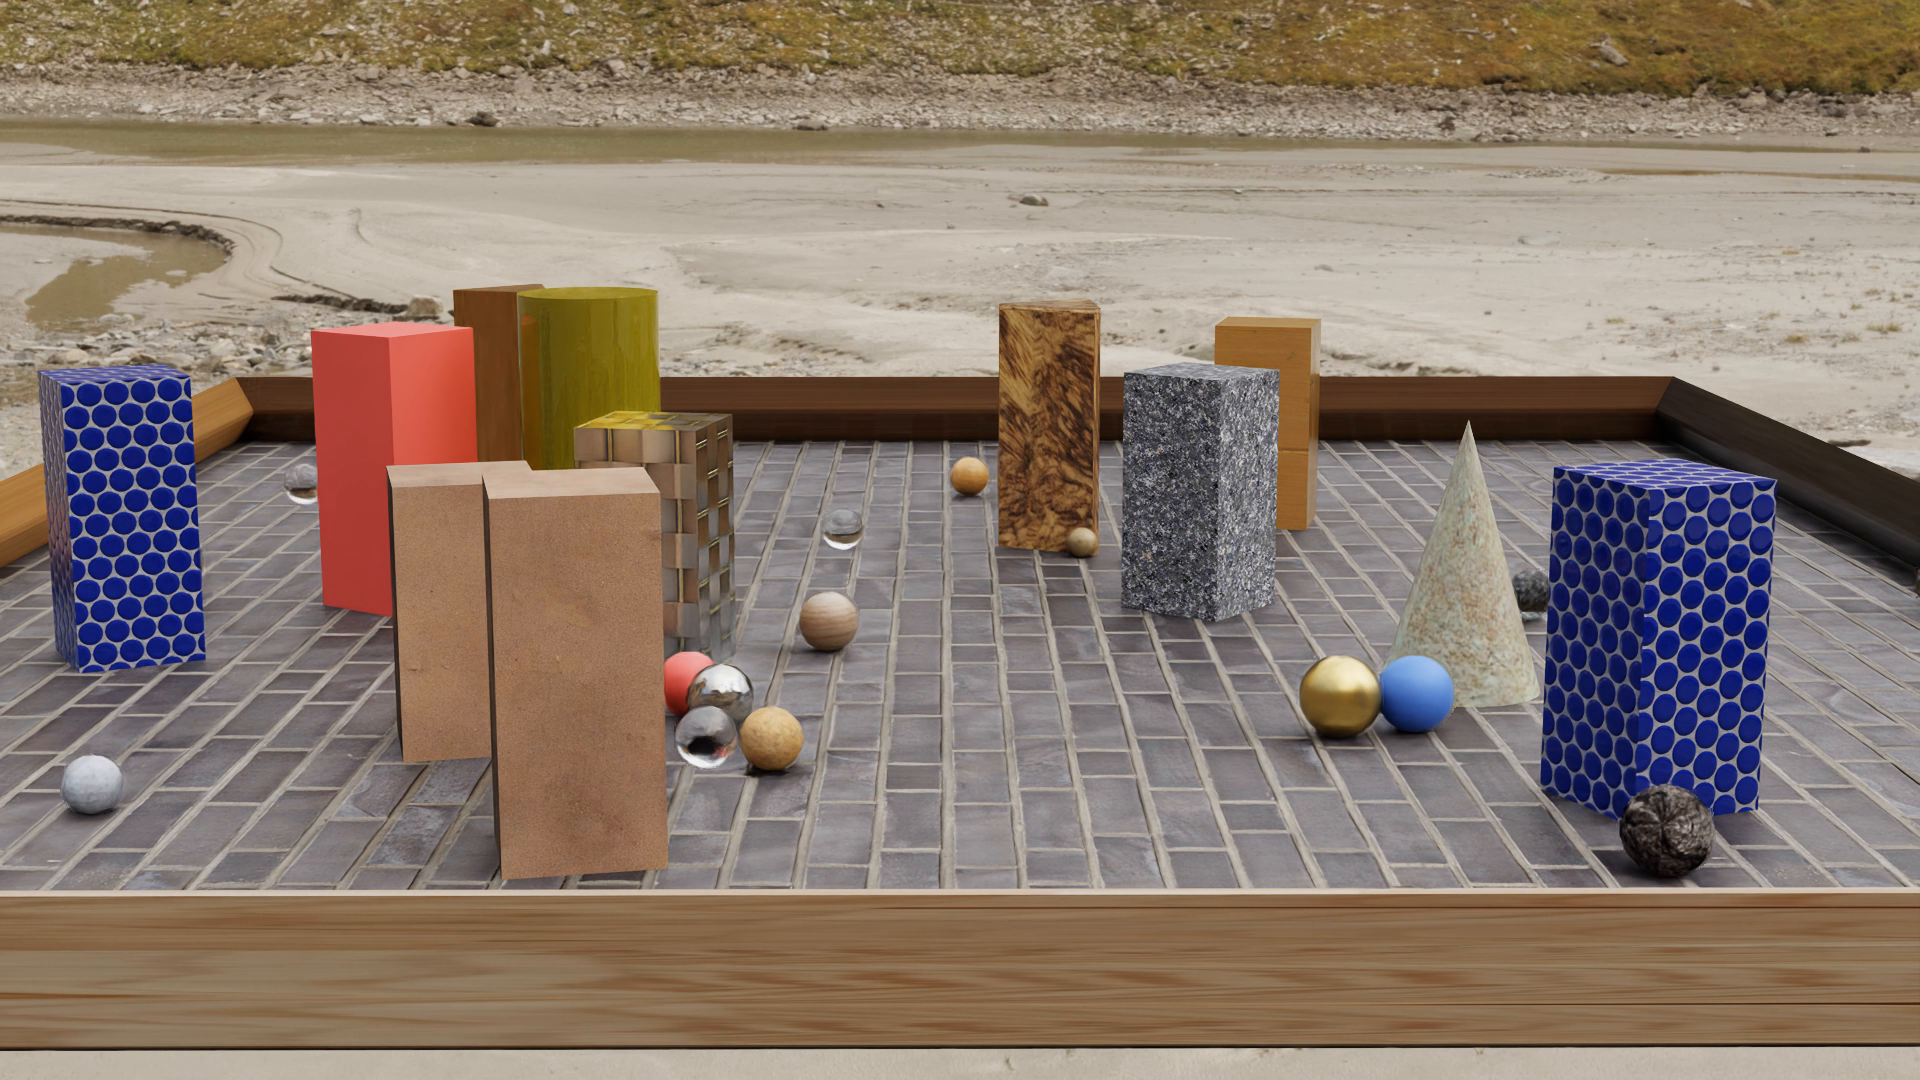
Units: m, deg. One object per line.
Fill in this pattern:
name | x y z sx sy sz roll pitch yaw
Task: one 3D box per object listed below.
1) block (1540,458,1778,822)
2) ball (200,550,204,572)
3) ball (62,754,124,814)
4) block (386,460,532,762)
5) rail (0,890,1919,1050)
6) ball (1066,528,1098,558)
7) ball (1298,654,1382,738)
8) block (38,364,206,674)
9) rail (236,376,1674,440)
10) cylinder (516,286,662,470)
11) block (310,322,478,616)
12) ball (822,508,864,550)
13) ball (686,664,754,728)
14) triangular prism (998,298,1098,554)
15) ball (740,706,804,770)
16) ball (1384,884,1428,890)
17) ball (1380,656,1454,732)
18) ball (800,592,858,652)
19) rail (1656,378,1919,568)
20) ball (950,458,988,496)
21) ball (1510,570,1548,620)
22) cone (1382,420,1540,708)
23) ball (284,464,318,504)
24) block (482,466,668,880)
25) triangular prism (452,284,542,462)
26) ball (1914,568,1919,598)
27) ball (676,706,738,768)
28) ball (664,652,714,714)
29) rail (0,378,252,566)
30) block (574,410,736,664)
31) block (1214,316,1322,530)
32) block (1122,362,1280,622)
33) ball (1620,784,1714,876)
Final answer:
block | 0.688 0.097 2.539 0.150 0.329 0.150 -5 11 -23
ball | -1.091 0.032 3.556 0.083 0.083 0.083 0 11 0
ball | -0.851 0.239 2.516 0.058 0.058 0.058 0 11 0
block | -0.532 0.073 2.764 0.150 0.293 0.150 -3 11 -14
rail | 0.009 0.315 1.929 2.796 0.122 0.045 0 11 0
ball | 0.182 0.003 3.814 0.045 0.045 0.045 0 11 0
ball | 0.415 0.170 2.798 0.090 0.090 0.090 0 11 0
block | -1.033 -0.030 3.161 0.150 0.352 0.150 -6 12 -29
rail | -0.009 -0.252 4.970 2.796 0.122 0.045 0 11 0
cylinder | -0.496 -0.122 3.460 0.188 0.422 0.188 0 11 0
block | -0.760 -0.099 3.468 0.150 0.373 0.150 7 13 34
ball | -0.178 -0.017 3.876 0.063 0.063 0.063 0 11 0
ball | -0.263 0.173 2.824 0.075 0.075 0.075 0 11 0
triangular prism | 0.162 -0.177 3.902 0.163 0.368 0.141 5 12 26
ball | -0.196 0.206 2.669 0.066 0.066 0.066 0 11 0
ball | 0.349 0.317 2.003 0.094 0.094 0.094 0 11 0
ball | 0.500 0.169 2.819 0.085 0.085 0.085 0 11 0
ball | -0.164 0.102 3.207 0.075 0.075 0.075 0 11 0
rail | 1.374 0.030 3.457 0.045 0.122 3.141 0 11 0
ball | 0.016 -0.108 4.353 0.066 0.066 0.066 0 11 0
ball | 0.755 0.072 3.391 0.066 0.066 0.066 0 11 0
cone | 0.588 0.017 2.995 0.188 0.319 0.188 0 11 0
ball | -1.089 -0.093 4.265 0.069 0.069 0.069 0 11 0
block | -0.356 0.119 2.370 0.150 0.348 0.150 -2 11 -12
triangular prism | -0.701 -0.219 4.113 0.163 0.372 0.141 3 11 16
ball | 1.319 0.058 3.436 0.077 0.077 0.077 0 11 0
ball | -0.265 0.205 2.678 0.065 0.065 0.065 0 11 0
ball | -0.305 0.162 2.892 0.073 0.073 0.073 0 11 0
rail | -1.374 0.033 3.442 0.045 0.122 3.141 0 11 0
block | -0.368 0.004 3.115 0.150 0.300 0.150 2 11 11
block | 0.490 -0.189 4.098 0.150 0.319 0.150 3 11 13
block | 0.323 -0.069 3.453 0.150 0.319 0.150 8 13 36
ball | 0.640 0.263 2.323 0.083 0.083 0.083 0 11 0
